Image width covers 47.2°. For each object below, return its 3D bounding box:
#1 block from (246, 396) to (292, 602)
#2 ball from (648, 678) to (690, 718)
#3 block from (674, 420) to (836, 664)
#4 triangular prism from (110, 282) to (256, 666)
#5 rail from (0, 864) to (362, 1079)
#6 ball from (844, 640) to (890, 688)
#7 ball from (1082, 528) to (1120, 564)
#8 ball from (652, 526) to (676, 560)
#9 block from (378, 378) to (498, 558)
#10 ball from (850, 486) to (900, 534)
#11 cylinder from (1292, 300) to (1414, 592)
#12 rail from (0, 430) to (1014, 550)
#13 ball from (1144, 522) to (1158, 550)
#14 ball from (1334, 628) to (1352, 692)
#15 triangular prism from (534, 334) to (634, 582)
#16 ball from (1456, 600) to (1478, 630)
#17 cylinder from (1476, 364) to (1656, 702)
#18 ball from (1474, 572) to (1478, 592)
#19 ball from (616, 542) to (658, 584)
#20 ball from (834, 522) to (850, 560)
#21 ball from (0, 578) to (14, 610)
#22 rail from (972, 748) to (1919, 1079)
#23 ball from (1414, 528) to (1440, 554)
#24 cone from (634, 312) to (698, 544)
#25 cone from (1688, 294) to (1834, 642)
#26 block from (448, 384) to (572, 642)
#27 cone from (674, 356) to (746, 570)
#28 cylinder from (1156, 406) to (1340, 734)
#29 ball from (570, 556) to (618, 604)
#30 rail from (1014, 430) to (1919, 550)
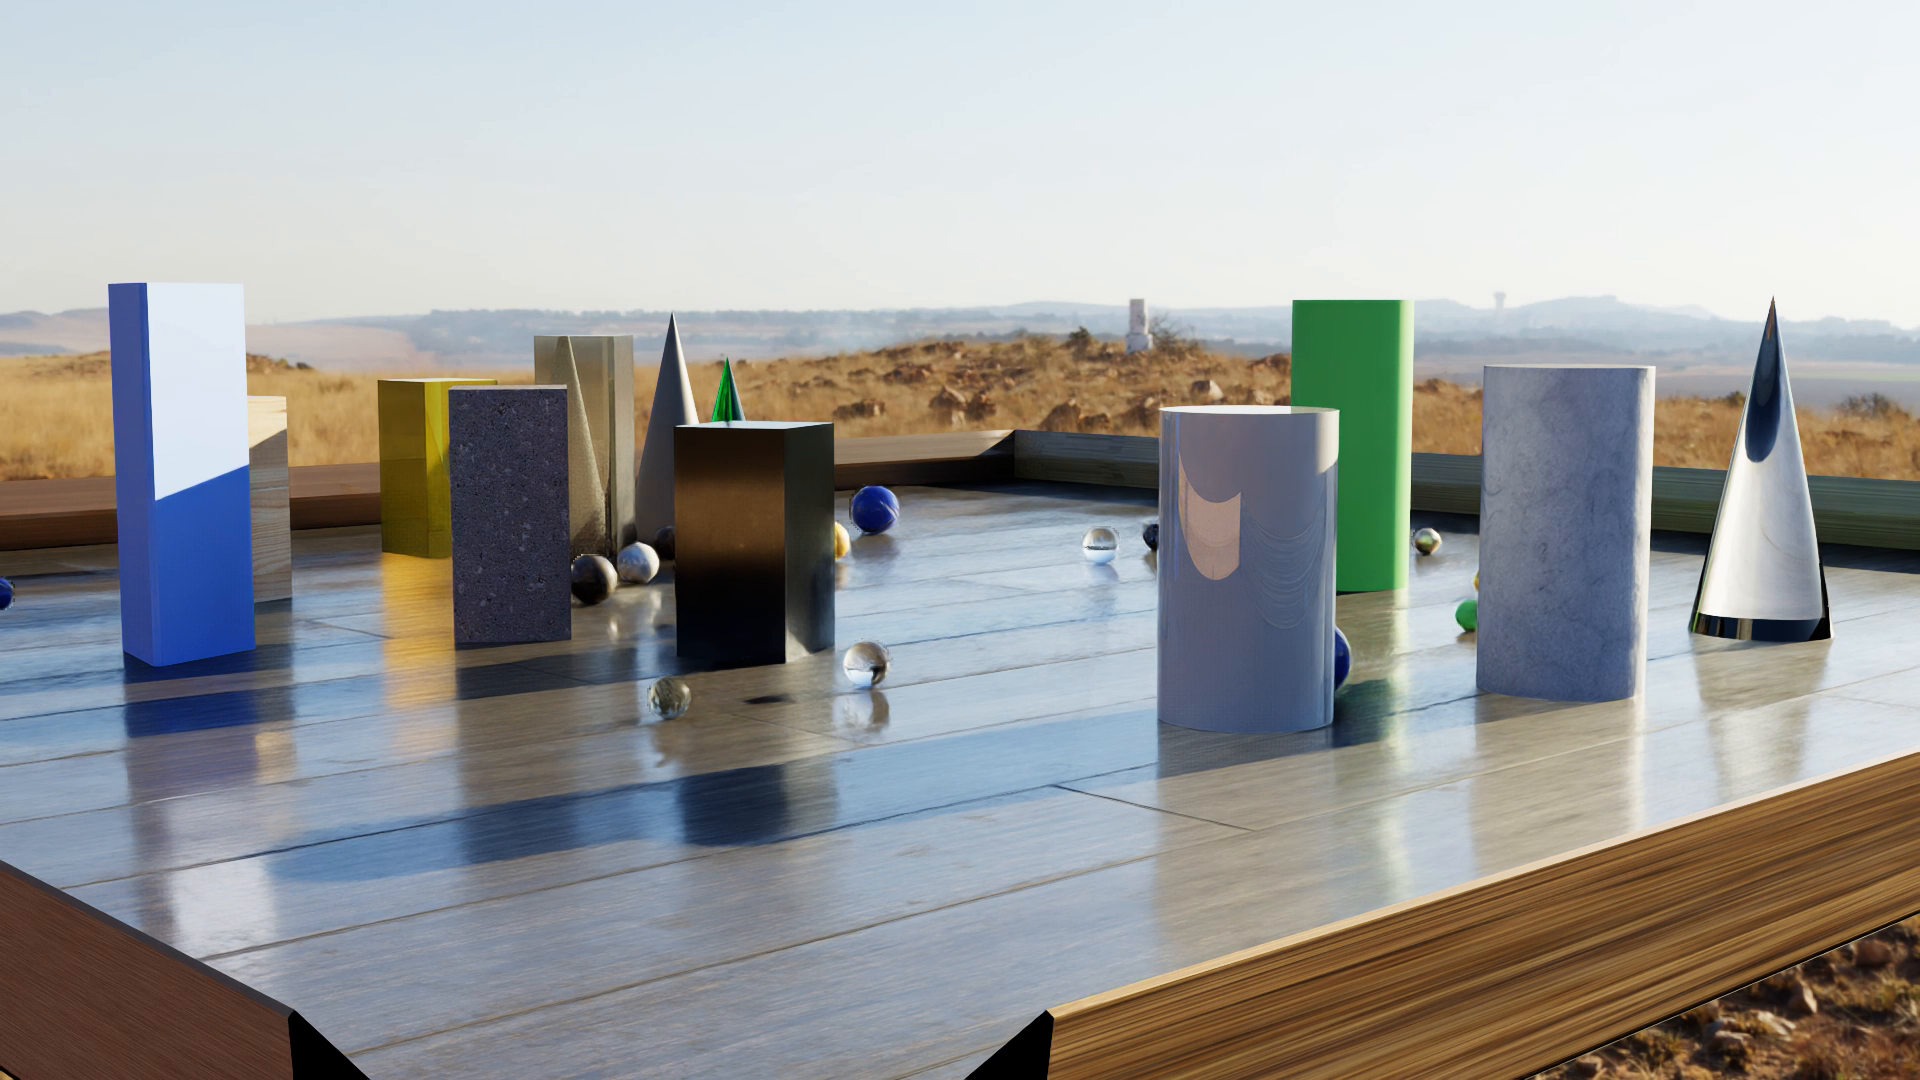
[{"bbox_3d":[-1.140,-0.063,3.363,0.154,0.310,0.154,3,7,29],"label":"block"},{"bbox_3d":[-0.316,0.172,2.397,0.045,0.045,0.045,0,6,0],"label":"ball"},{"bbox_3d":[-0.265,-0.002,2.856,0.154,0.296,0.154,2,6,20],"label":"block"},{"bbox_3d":[-0.988,-0.090,2.831,0.145,0.477,0.167,-4,7,-33],"label":"triangular prism"},{"bbox_3d":[-1.313,0.159,2.127,0.045,0.125,3.495,-6,8,-42],"label":"rail"},{"bbox_3d":[-0.109,0.147,2.591,0.056,0.056,0.056,0,6,0],"label":"ball"},{"bbox_3d":[0.247,0.010,3.848,0.065,0.065,0.065,0,6,0],"label":"ball"},{"bbox_3d":[-0.517,0.005,3.919,0.059,0.059,0.059,0,6,0],"label":"ball"},{"bbox_3d":[-0.953,-0.135,4.029,0.154,0.316,0.154,6,8,43],"label":"block"},{"bbox_3d":[-0.169,-0.060,4.364,0.097,0.097,0.097,0,6,0],"label":"ball"},{"bbox_3d":[0.631,-0.157,3.552,0.193,0.459,0.193,0,6,0],"label":"cylinder"},{"bbox_3d":[-1.169,-0.100,4.592,3.621,0.125,0.045,-6,8,-42],"label":"rail"},{"bbox_3d":[0.365,-0.006,4.063,0.052,0.052,0.052,0,6,0],"label":"ball"},{"bbox_3d":[0.402,0.135,2.519,0.093,0.093,0.093,0,6,0],"label":"ball"},{"bbox_3d":[-0.592,-0.139,3.655,0.167,0.401,0.145,4,7,32],"label":"triangular prism"},{"bbox_3d":[0.710,0.104,3.056,0.043,0.043,0.043,0,6,0],"label":"ball"},{"bbox_3d":[0.709,-0.015,2.579,0.193,0.379,0.193,0,6,0],"label":"cylinder"},{"bbox_3d":[0.821,0.065,3.413,0.046,0.046,0.046,0,6,0],"label":"ball"},{"bbox_3d":[-0.522,0.038,3.564,0.067,0.067,0.067,0,6,0],"label":"ball"},{"bbox_3d":[-0.230,0.003,3.894,0.070,0.070,0.070,0,6,0],"label":"ball"},{"bbox_3d":[-1.427,0.080,3.252,0.050,0.050,0.050,0,6,0],"label":"ball"},{"bbox_3d":[1.169,0.165,2.072,3.621,0.125,0.045,-6,8,-42],"label":"rail"},{"bbox_3d":[0.851,0.002,4.009,0.048,0.048,0.048,0,6,0],"label":"ball"},{"bbox_3d":[-0.552,-0.223,4.242,0.193,0.445,0.193,0,6,0],"label":"cone"},{"bbox_3d":[1.110,-0.105,3.024,0.193,0.466,0.193,0,6,0],"label":"cone"},{"bbox_3d":[-0.614,-0.040,3.013,0.154,0.338,0.154,-1,6,-10],"label":"block"},{"bbox_3d":[-0.398,-0.135,3.781,0.193,0.367,0.193,0,6,0],"label":"cone"},{"bbox_3d":[0.312,0.026,2.394,0.193,0.336,0.193,0,6,0],"label":"cylinder"},{"bbox_3d":[-0.556,0.060,3.329,0.074,0.074,0.074,0,6,0],"label":"ball"},{"bbox_3d":[1.313,-0.094,4.537,0.045,0.125,3.495,-6,8,-42],"label":"rail"}]
